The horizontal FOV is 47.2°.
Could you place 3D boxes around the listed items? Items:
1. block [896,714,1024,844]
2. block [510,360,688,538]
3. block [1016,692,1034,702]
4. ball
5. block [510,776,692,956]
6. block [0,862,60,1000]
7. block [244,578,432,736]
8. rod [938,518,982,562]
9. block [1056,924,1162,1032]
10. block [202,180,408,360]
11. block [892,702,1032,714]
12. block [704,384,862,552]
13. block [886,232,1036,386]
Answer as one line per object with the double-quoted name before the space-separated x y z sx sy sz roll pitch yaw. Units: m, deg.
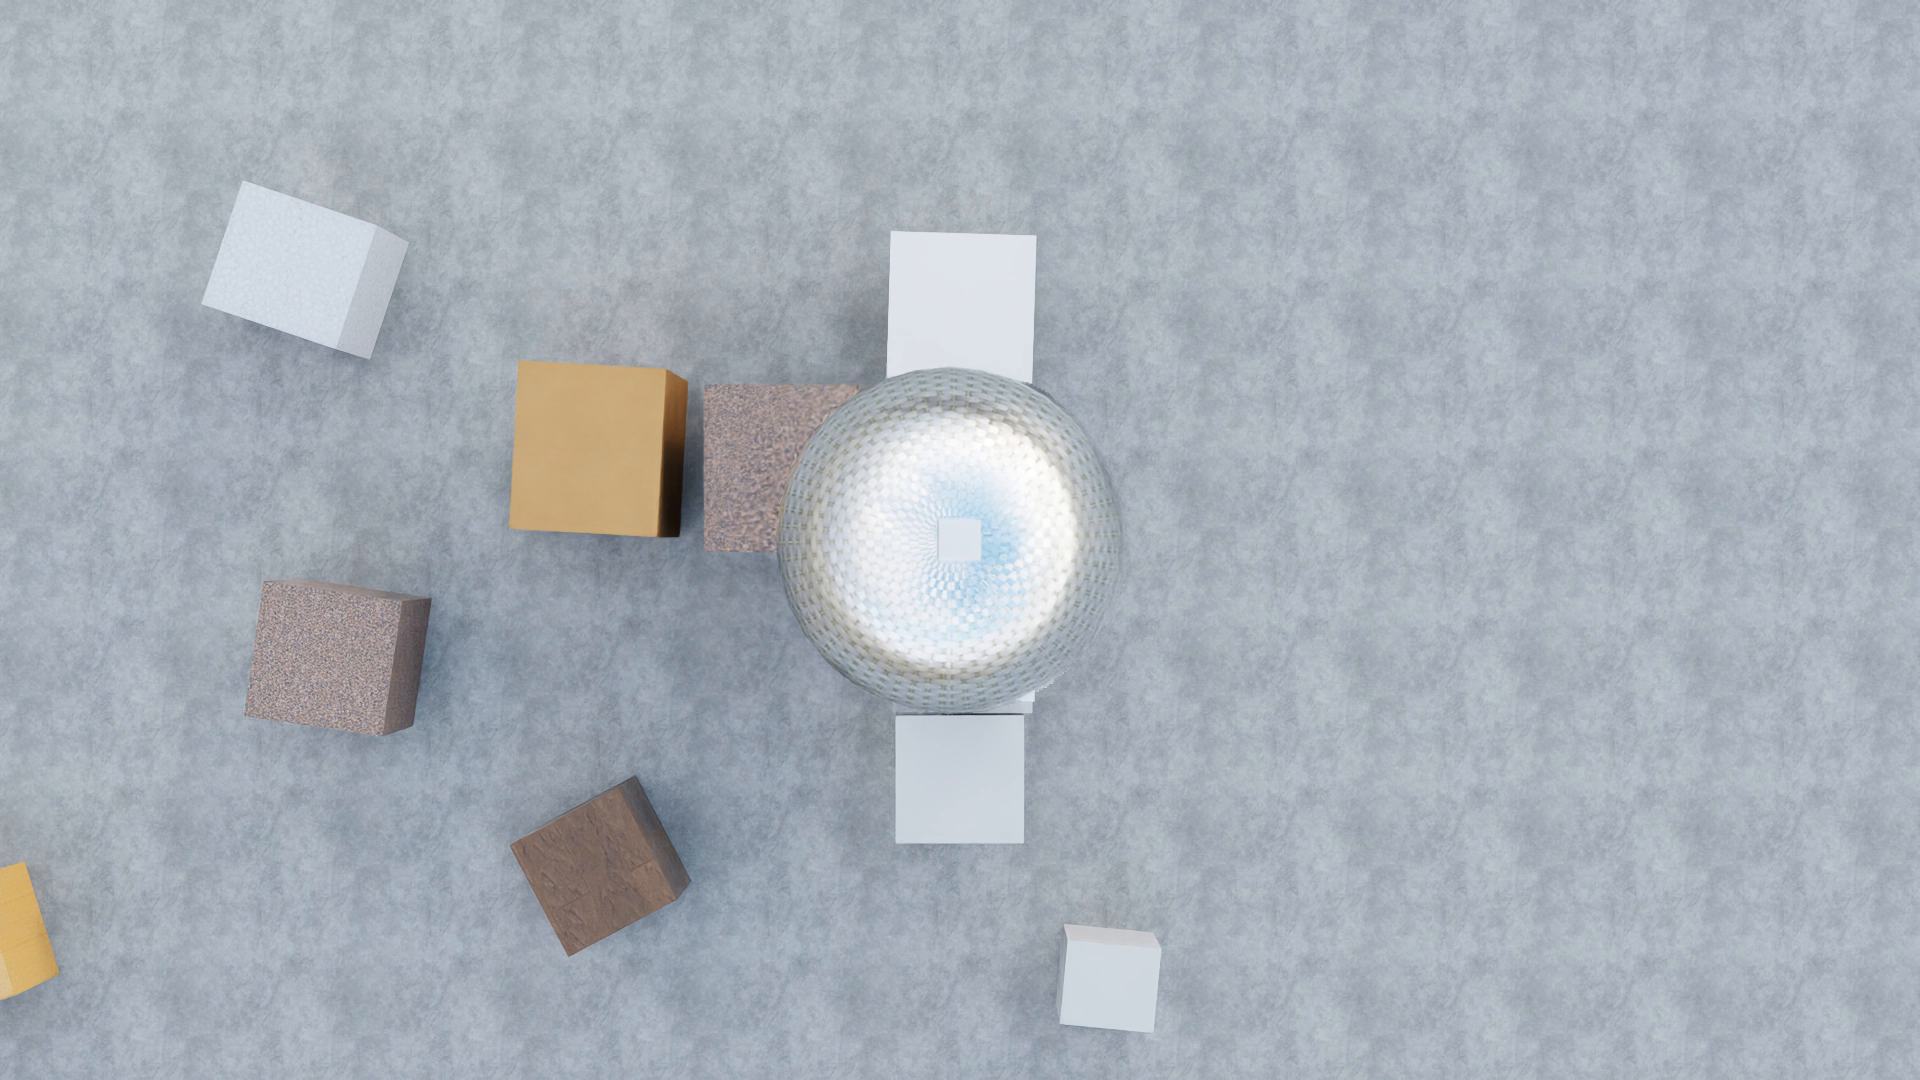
"block" -0.001 1.325 12.584 0.710 0.832 0.705 0 90 0
"block" -2.035 -0.499 12.509 0.808 0.983 0.921 3 90 0
"block" 0.039 0.456 11.862 0.710 0.750 0.767 1 90 0
"ball" -0.046 0.000 10.142 1.600 1.600 1.600 0 90 0
"block" -2.056 1.863 12.660 0.688 0.680 0.710 -28 90 0
"block" -5.737 2.330 12.690 0.652 0.621 0.699 -17 90 0
"block" -3.565 0.664 12.653 0.783 0.694 0.766 8 90 0
"rod" -0.020 0.000 6.742 0.080 5.200 0.080 0 90 0
"block" 0.854 2.532 12.737 0.533 0.527 0.478 5 90 0
"block" -3.748 -1.538 12.644 0.792 0.712 0.729 19 90 0
"block" 0.014 0.519 12.619 0.778 0.763 0.887 0 90 0
"block" -0.977 -0.392 12.513 0.847 0.974 0.918 0 90 0
"block" 0.008 -1.283 12.561 0.803 0.878 0.815 2 90 0
